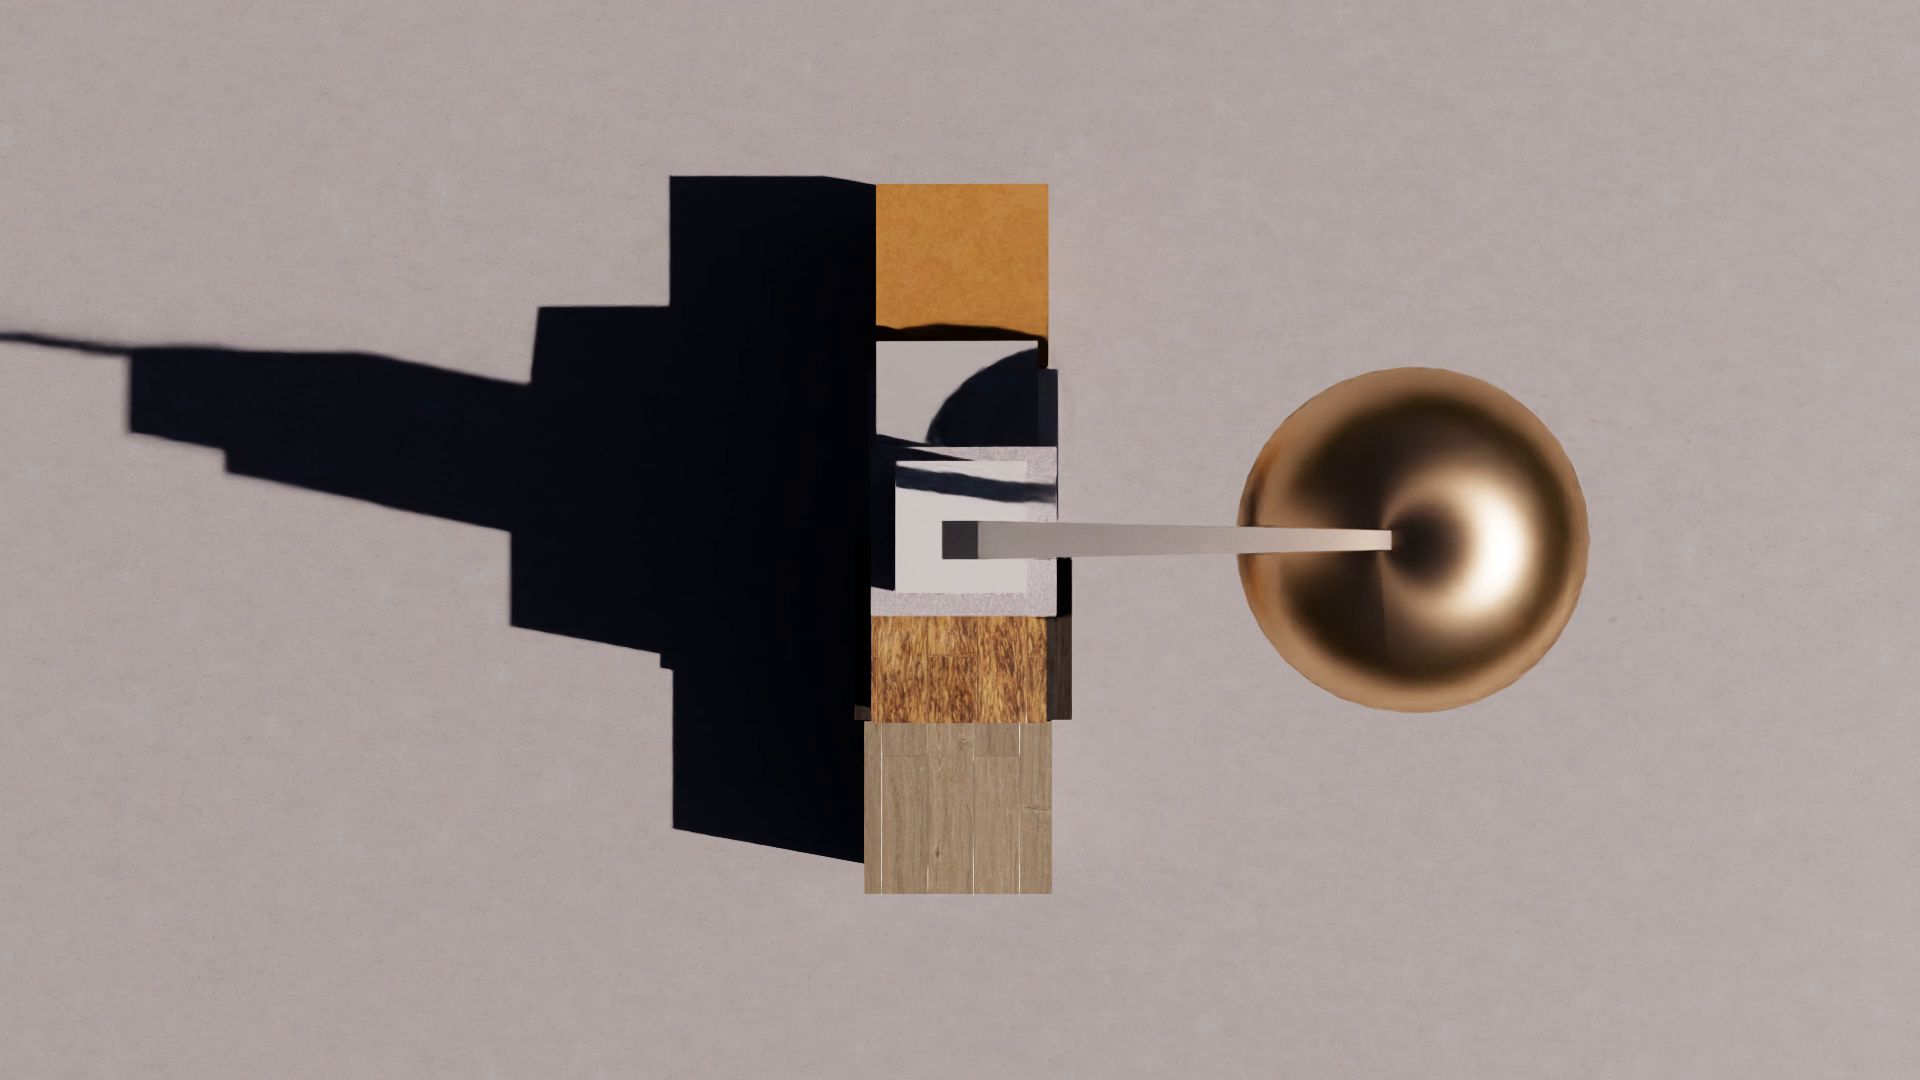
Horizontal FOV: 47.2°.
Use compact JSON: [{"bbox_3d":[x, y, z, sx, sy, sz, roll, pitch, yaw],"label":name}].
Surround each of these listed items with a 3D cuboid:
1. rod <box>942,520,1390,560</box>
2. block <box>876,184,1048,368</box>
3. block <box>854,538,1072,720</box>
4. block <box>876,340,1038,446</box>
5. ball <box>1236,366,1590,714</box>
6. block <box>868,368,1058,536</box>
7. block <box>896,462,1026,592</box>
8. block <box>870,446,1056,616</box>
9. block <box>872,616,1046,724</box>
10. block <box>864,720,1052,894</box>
[{"bbox_3d":[0.899,0.000,6.949,0.080,5.200,0.080,0,90,20],"label":"rod"},{"bbox_3d":[0.012,-1.435,12.436,0.930,1.128,0.977,0,90,0],"label":"block"},{"bbox_3d":[0.018,0.484,12.464,1.179,1.072,0.984,0,90,0],"label":"block"},{"bbox_3d":[-0.013,-0.510,11.544,0.818,0.874,0.909,0,84,0],"label":"block"},{"bbox_3d":[2.074,0.000,10.140,1.600,1.600,1.600,0,90,0],"label":"ball"},{"bbox_3d":[0.015,-0.477,12.514,1.043,0.972,0.918,0,90,0],"label":"block"},{"bbox_3d":[0.003,-0.045,9.162,0.525,0.623,0.527,0,89,0],"label":"block"},{"bbox_3d":[0.016,-0.027,9.883,0.799,0.819,0.729,0,89,0],"label":"block"},{"bbox_3d":[-0.006,0.460,11.477,0.879,0.902,0.914,0,90,0],"label":"block"},{"bbox_3d":[-0.010,1.454,12.474,1.020,1.051,0.937,0,90,0],"label":"block"}]
